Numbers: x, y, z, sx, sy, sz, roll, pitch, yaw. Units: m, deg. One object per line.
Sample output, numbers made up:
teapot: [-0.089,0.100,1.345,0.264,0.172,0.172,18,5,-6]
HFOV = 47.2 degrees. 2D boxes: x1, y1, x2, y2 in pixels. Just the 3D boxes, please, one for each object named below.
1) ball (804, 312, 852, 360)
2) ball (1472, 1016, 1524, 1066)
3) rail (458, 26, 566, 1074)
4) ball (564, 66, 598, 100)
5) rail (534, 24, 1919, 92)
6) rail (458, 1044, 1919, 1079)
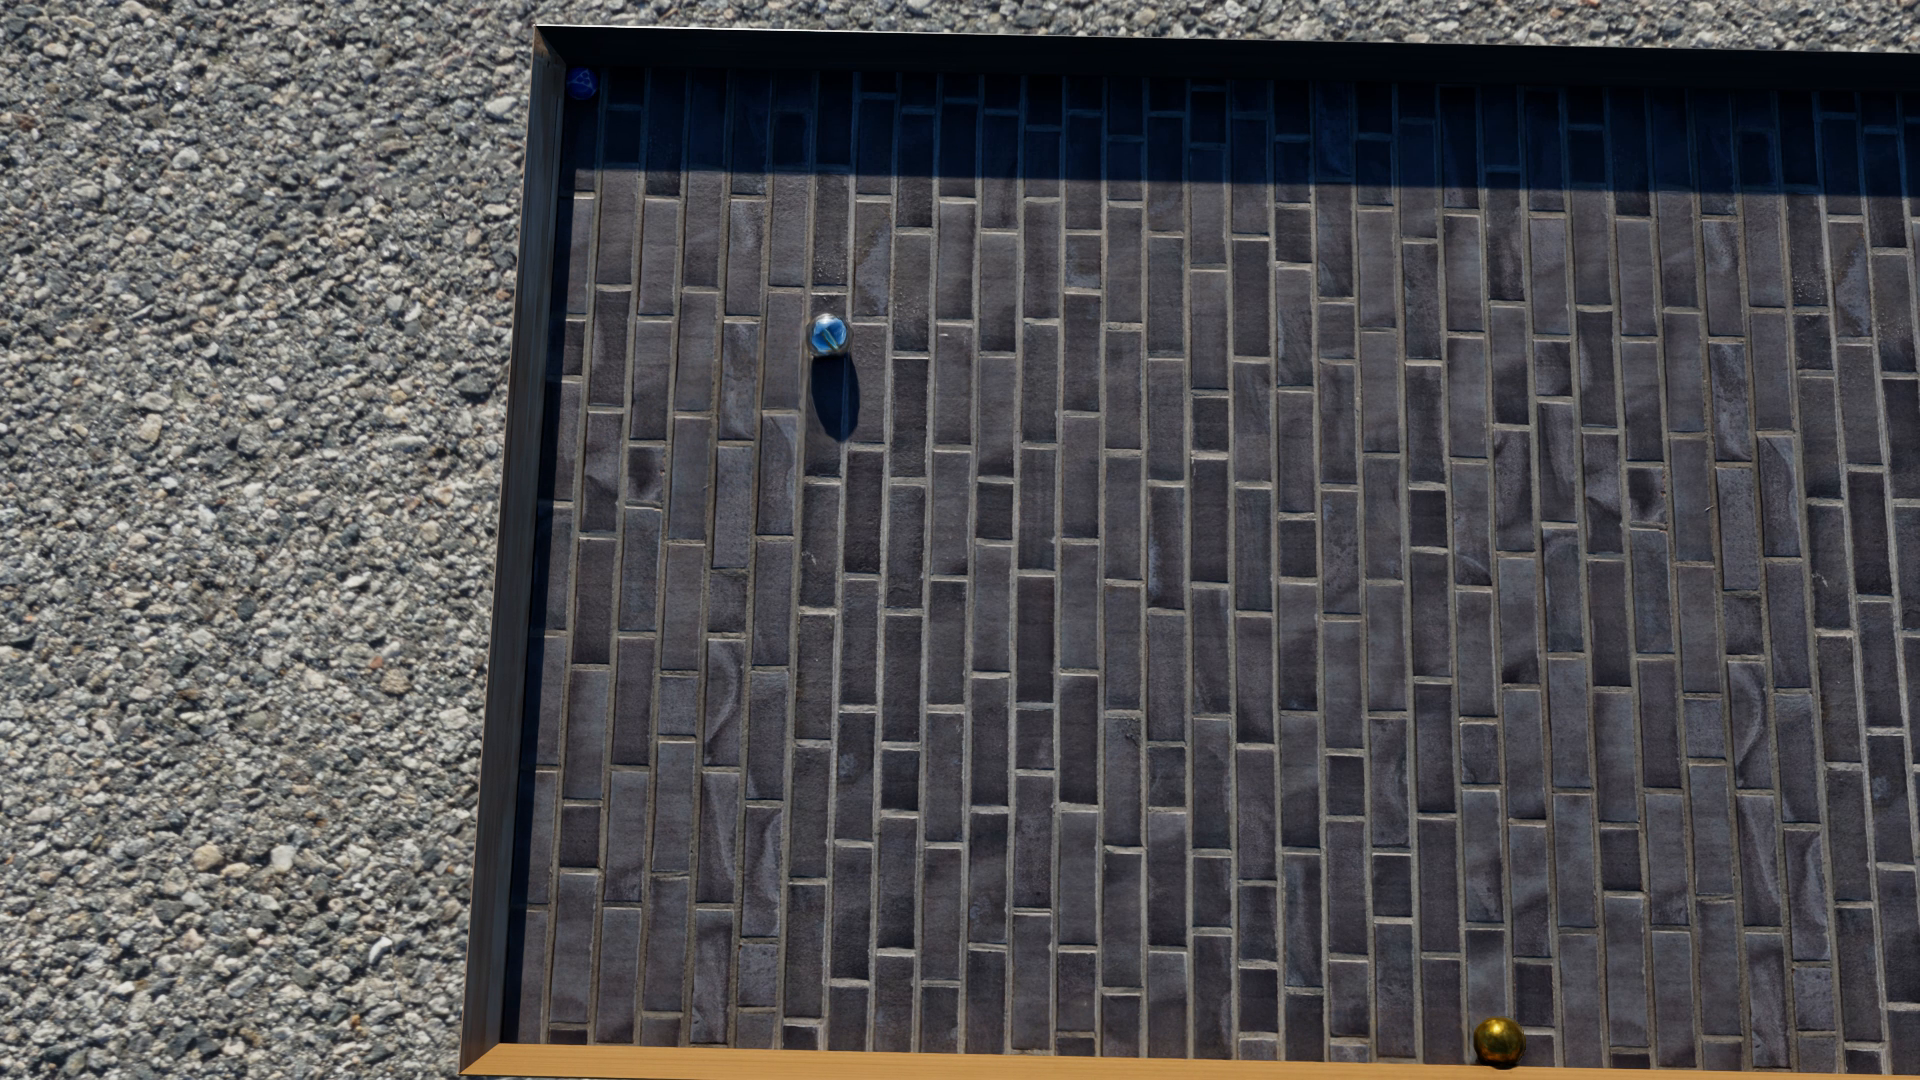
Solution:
ball: [-0.203,-0.315,3.397,0.073,0.073,0.073,0,77,0]
ball: [0.771,0.720,3.153,0.071,0.071,0.071,0,77,0]
rail: [-0.663,-0.018,3.314,0.045,0.095,1.605,1,77,0]
ball: [-0.604,-0.728,3.504,0.055,0.055,0.055,0,77,0]
rail: [0.704,-0.747,3.487,2.749,0.095,0.045,1,77,0]
rail: [0.670,0.769,3.127,2.749,0.095,0.045,1,77,0]
